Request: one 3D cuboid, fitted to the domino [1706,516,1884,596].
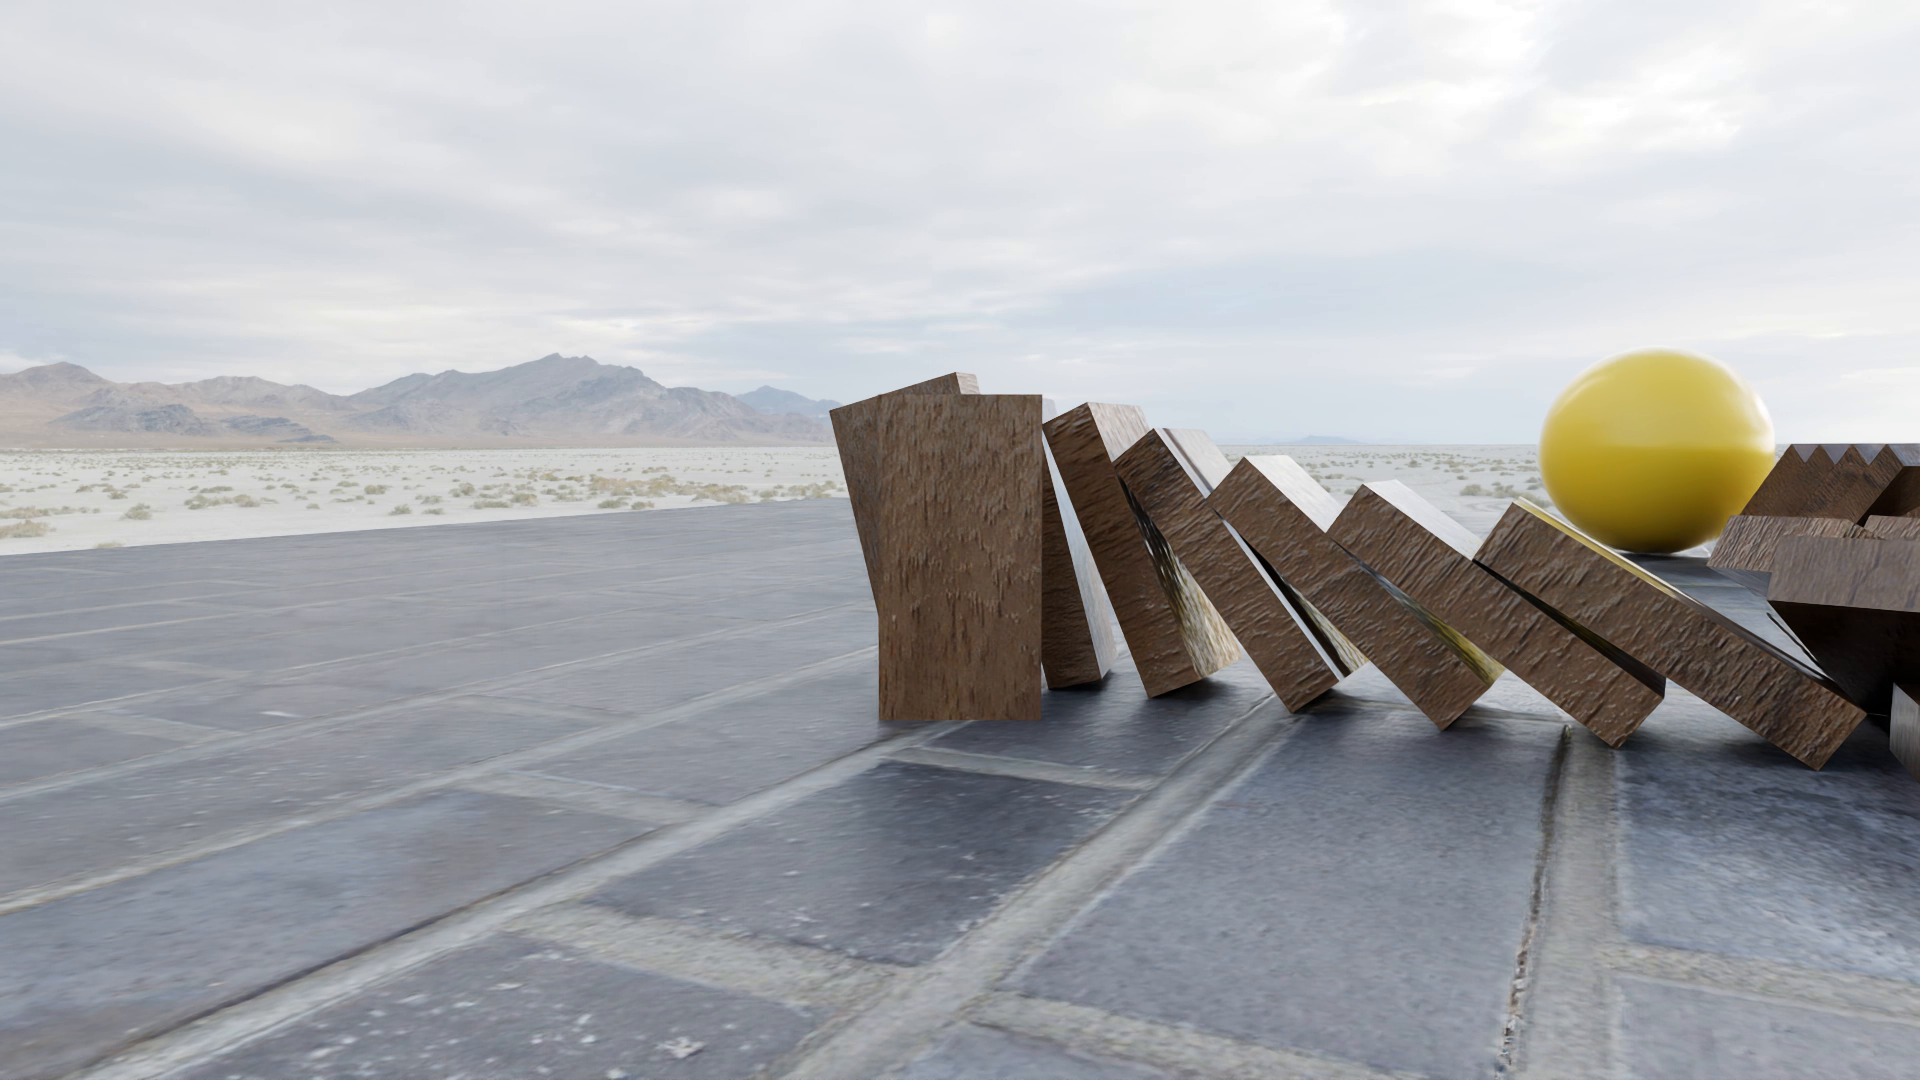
[{"bbox_3d":[0.151,0.011,0.205,0.050,0.009,0.025,26,0,-6],"label":"domino"}]

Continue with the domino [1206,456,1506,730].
[{"bbox_3d":[0.064,0.007,0.207,0.050,0.009,0.025,47,24,18],"label":"domino"}]

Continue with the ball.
[{"bbox_3d":[0.265,-0.034,0.492,0.080,0.080,0.080,0,4,0],"label":"ball"}]

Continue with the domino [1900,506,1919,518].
[{"bbox_3d":[0.286,-0.001,0.375,0.025,0.009,0.050,0,-23,-4],"label":"domino"}]

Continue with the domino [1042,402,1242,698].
[{"bbox_3d":[0.033,0.001,0.226,0.009,0.050,0.025,-25,-8,28],"label":"domino"}]

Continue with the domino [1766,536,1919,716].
[{"bbox_3d":[0.135,0.014,0.180,0.050,0.009,0.025,29,-16,-38],"label":"domino"}]

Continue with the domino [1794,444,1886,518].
[{"bbox_3d":[0.283,-0.009,0.406,0.025,0.050,0.010,0,48,-4],"label":"domino"}]

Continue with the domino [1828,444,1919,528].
[{"bbox_3d":[0.284,-0.008,0.393,0.025,0.050,0.010,0,48,-4],"label":"domino"}]

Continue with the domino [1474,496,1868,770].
[{"bbox_3d":[0.100,0.012,0.185,0.050,0.010,0.025,36,18,19],"label":"domino"}]

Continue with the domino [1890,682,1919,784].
[{"bbox_3d":[0.129,0.027,0.151,0.025,0.009,0.050,2,5,27],"label":"domino"}]

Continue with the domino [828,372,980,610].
[{"bbox_3d":[-0.004,-0.002,0.226,0.025,0.050,0.009,-14,-1,22],"label":"domino"}]

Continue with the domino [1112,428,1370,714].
[{"bbox_3d":[0.048,0.004,0.217,0.009,0.050,0.025,-41,-16,26],"label":"domino"}]

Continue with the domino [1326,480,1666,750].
[{"bbox_3d":[0.082,0.010,0.197,0.050,0.009,0.025,40,22,21],"label":"domino"}]

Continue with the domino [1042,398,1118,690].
[{"bbox_3d":[0.017,0.000,0.232,0.010,0.050,0.025,-14,1,14],"label":"domino"}]

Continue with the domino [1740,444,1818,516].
[{"bbox_3d":[0.281,-0.011,0.432,0.025,0.050,0.009,0,48,-4],"label":"domino"}]

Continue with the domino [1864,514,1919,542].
[{"bbox_3d":[0.174,0.012,0.206,0.050,0.009,0.025,26,2,-6],"label":"domino"}]

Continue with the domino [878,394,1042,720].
[{"bbox_3d":[0.000,0.002,0.201,0.025,0.050,0.010,0,4,0],"label":"domino"}]

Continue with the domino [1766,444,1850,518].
[{"bbox_3d":[0.282,-0.010,0.419,0.025,0.050,0.009,0,48,-4],"label":"domino"}]
